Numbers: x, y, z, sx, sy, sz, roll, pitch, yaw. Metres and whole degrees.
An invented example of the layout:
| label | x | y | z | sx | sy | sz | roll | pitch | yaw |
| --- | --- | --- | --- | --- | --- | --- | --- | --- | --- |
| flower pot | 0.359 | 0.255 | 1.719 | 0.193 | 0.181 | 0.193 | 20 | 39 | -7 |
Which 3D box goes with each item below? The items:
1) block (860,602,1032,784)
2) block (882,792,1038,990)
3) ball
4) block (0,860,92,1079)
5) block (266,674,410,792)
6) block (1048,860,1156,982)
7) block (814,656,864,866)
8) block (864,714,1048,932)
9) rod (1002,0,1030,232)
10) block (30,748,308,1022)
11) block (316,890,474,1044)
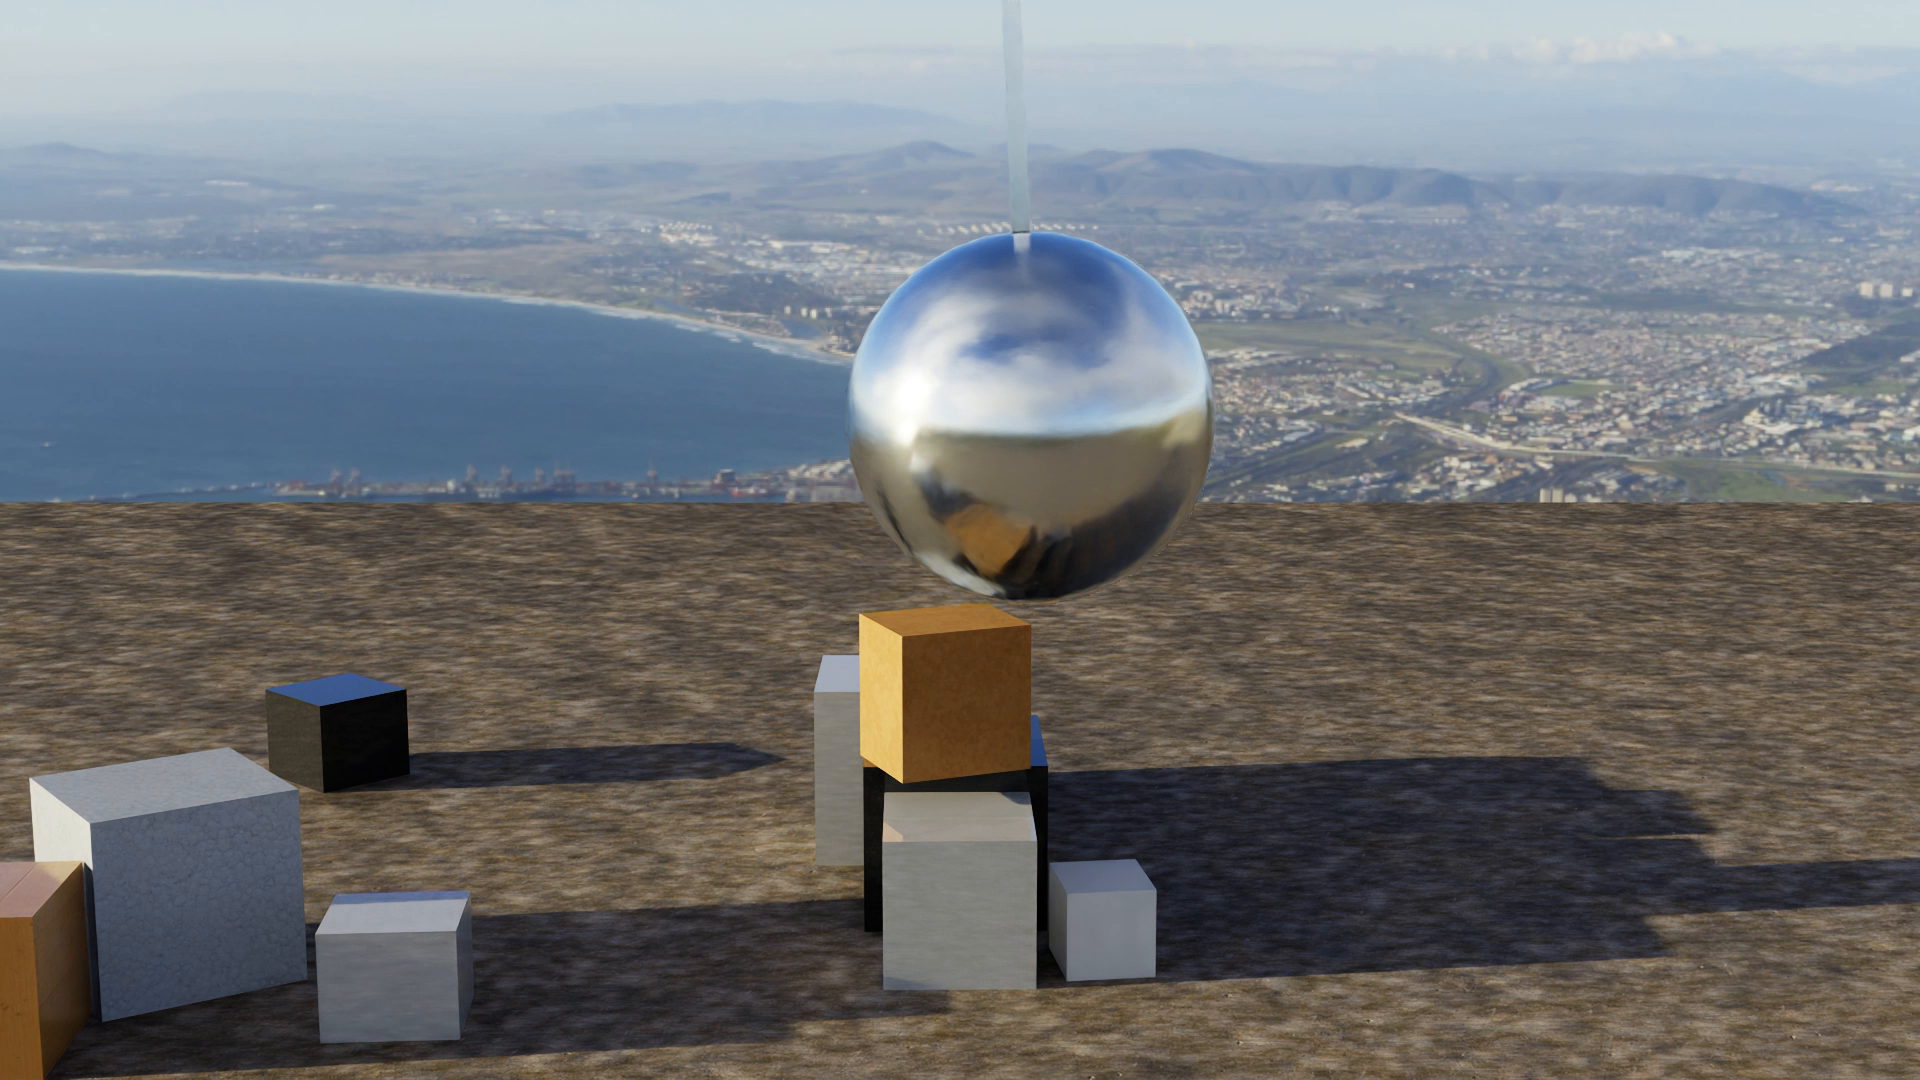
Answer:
| label | x | y | z | sx | sy | sz | roll | pitch | yaw |
| --- | --- | --- | --- | --- | --- | --- | --- | --- | --- |
| block | -0.063 | 0.619 | 10.531 | 0.563 | 0.602 | 0.475 | -4 | 11 | -23 |
| block | -0.006 | 1.390 | 10.246 | 0.594 | 0.598 | 0.688 | 0 | 10 | -1 |
| ball | 0.301 | -0.531 | 11.084 | 1.600 | 1.600 | 1.600 | 0 | 10 | 0 |
| block | -3.623 | 1.559 | 9.303 | 0.729 | 0.604 | 0.651 | -1 | 10 | -4 |
| block | -3.151 | 0.971 | 12.991 | 0.505 | 0.442 | 0.501 | 10 | 14 | 43 |
| block | 0.566 | 1.513 | 10.243 | 0.355 | 0.358 | 0.404 | -1 | 10 | -8 |
| block | -0.282 | 1.003 | 11.813 | 0.729 | 0.800 | 0.732 | 0 | 10 | 0 |
| block | -0.027 | 1.199 | 10.997 | 0.758 | 0.706 | 0.854 | 0 | 10 | -1 |
| rod | 0.131 | -3.872 | 10.476 | 0.080 | 5.200 | 0.080 | -3 | 10 | 1 |
| block | -3.112 | 1.330 | 10.089 | 0.803 | 0.773 | 0.771 | -7 | 13 | -35 |
| block | -2.111 | 1.595 | 9.622 | 0.507 | 0.418 | 0.469 | -1 | 10 | -4 |
